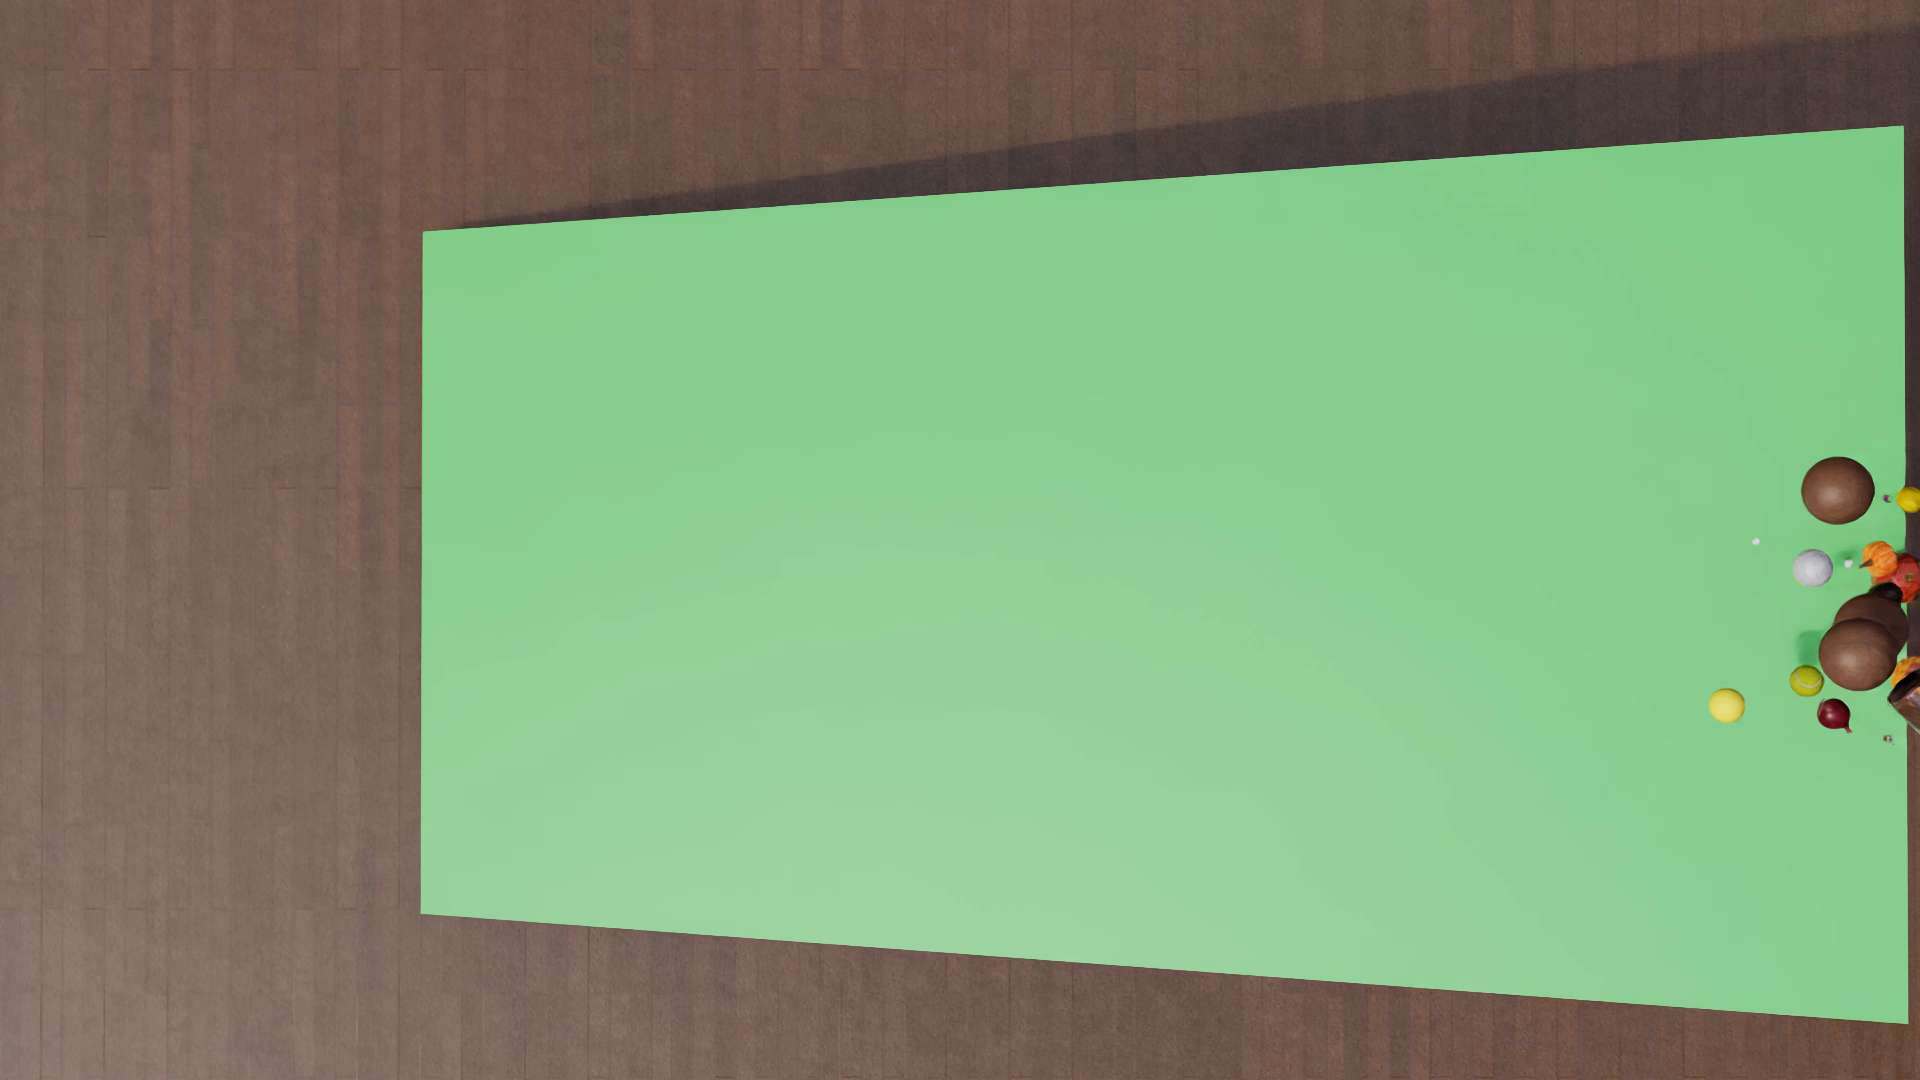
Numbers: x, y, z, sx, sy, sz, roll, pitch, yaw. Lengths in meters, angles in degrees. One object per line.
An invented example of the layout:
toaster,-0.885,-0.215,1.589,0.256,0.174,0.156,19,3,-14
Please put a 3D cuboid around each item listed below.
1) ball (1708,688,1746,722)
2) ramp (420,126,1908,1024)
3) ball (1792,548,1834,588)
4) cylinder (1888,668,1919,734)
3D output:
ball,1.649,0.356,4.727,0.075,0.075,0.075,0,89,0
ramp,0.283,0.085,5.720,4.000,0.100,2.000,0,89,23
ball,1.582,0.053,4.080,0.072,0.072,0.072,0,89,0
cylinder,1.662,0.280,3.762,0.100,0.100,0.100,-44,87,0
